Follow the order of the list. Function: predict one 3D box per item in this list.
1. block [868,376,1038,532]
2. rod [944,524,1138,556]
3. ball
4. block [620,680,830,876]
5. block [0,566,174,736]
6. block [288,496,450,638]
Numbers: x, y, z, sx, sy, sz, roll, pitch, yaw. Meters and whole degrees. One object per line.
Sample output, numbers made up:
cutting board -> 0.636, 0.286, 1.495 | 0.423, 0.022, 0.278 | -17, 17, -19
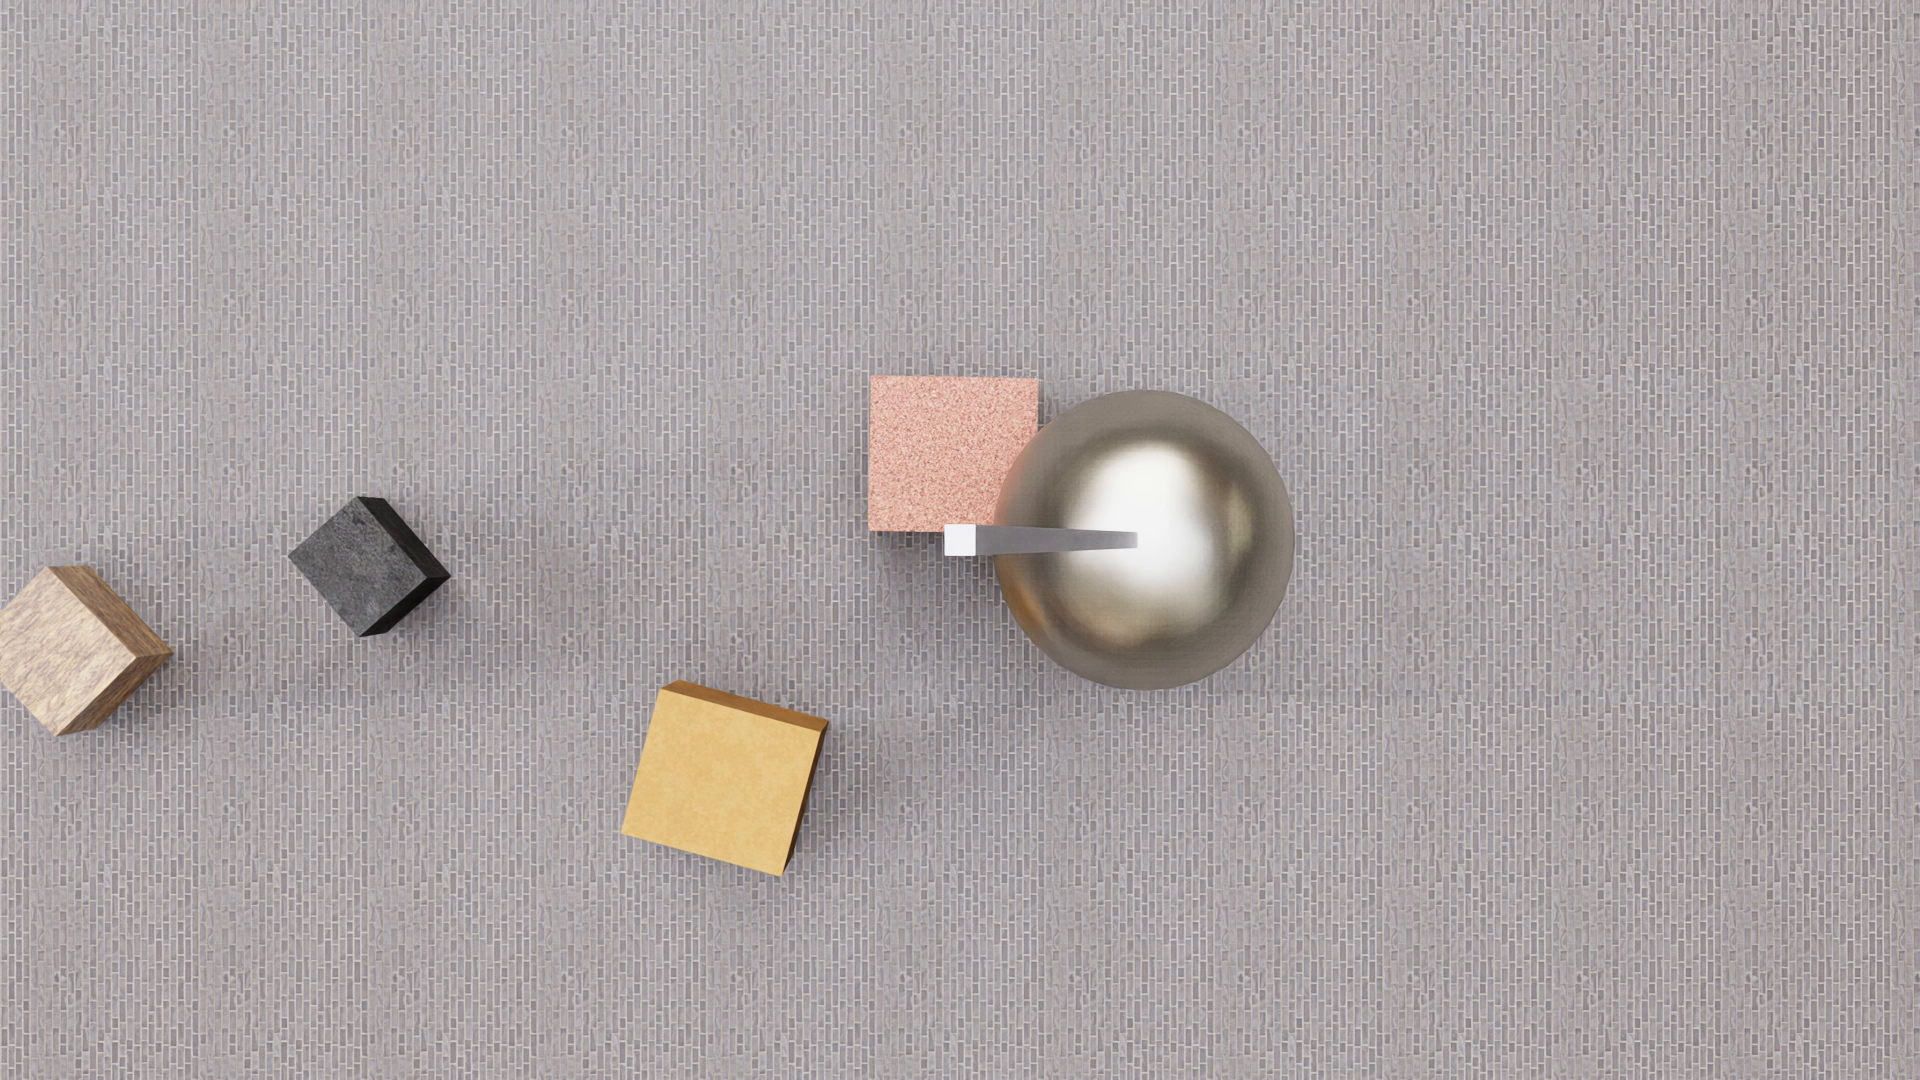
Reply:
block -> -0.038, -0.475, 12.610 | 0.930, 0.780, 0.863 | 1, 90, 0
rod -> 0.419, 0.000, 8.281 | 0.080, 5.200, 0.080 | 0, 90, 9
ball -> 0.966, 0.000, 11.637 | 1.600, 1.600, 1.600 | 0, 90, 0
block -> -1.326, 1.345, 12.592 | 0.922, 0.817, 0.830 | 15, 90, 0
block -> -5.126, 0.630, 12.699 | 0.638, 0.603, 0.722 | -45, 90, 0
block -> -3.400, 0.151, 12.699 | 0.514, 0.603, 0.611 | -41, 90, 0
